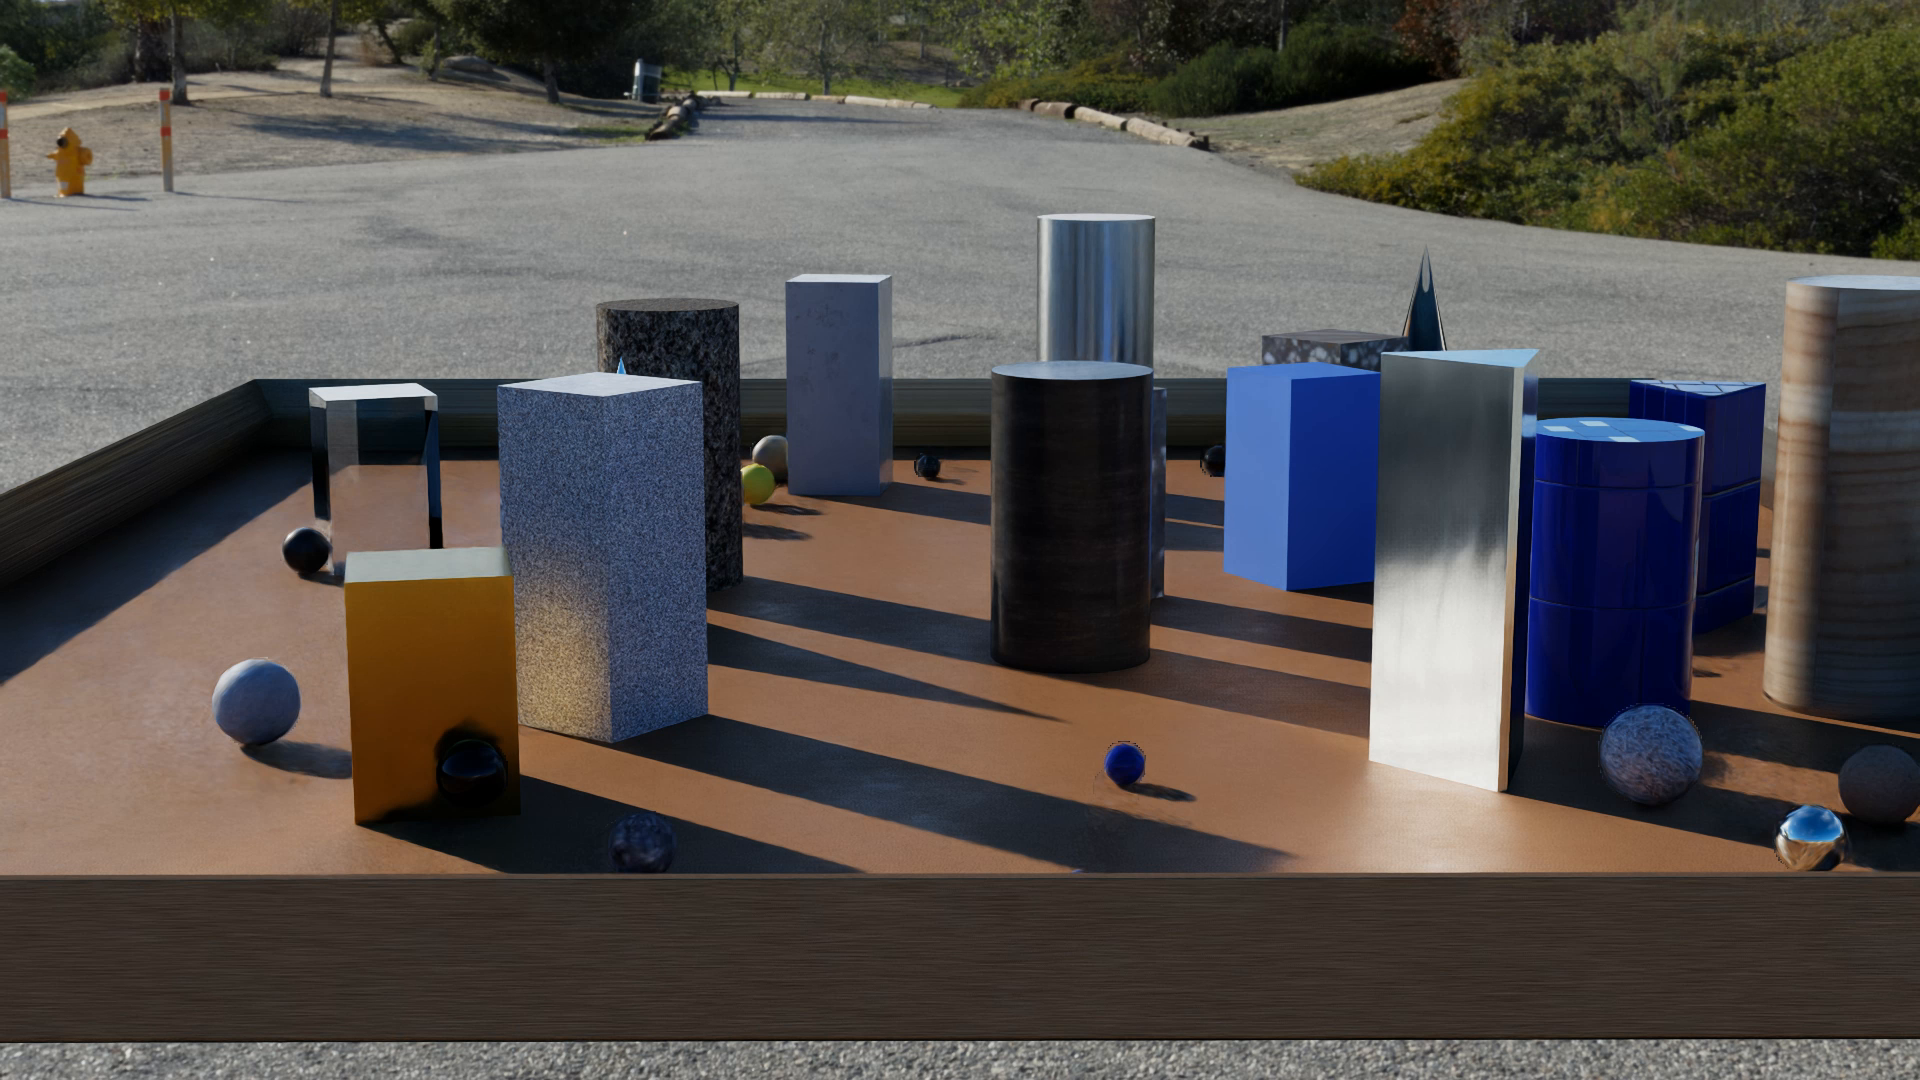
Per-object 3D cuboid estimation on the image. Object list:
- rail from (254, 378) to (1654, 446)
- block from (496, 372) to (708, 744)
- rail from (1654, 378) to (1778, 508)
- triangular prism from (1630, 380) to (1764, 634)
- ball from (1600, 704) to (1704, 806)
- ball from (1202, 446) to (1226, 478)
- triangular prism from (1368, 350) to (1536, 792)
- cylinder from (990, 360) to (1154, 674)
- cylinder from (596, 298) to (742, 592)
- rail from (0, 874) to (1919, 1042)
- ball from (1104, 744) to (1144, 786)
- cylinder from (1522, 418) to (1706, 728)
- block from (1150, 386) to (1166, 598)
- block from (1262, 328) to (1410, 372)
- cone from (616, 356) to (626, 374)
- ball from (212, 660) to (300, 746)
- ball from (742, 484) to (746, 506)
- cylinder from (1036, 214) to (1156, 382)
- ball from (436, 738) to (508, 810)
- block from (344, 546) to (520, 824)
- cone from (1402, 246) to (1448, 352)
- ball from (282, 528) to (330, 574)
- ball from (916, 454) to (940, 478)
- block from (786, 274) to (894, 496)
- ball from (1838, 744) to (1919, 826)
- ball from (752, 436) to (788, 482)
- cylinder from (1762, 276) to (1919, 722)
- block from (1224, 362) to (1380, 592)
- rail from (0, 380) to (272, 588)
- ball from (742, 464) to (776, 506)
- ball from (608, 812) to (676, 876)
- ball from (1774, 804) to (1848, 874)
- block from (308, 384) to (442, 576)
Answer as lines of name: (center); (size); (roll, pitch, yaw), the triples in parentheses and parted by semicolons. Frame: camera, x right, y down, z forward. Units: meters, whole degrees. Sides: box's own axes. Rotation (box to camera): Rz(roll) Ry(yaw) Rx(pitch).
rail: (-0.009, -0.244, 4.945); (2.708, 0.129, 0.045); (0, 10, 0)
block: (-0.397, 0.014, 2.868); (0.159, 0.380, 0.159); (7, 13, 35)
rail: (1.330, 0.032, 3.456); (0.045, 0.129, 3.092); (0, 10, 0)
triangular prism: (0.955, -0.052, 3.413); (0.149, 0.312, 0.172); (8, 13, 38)
ball: (0.689, 0.214, 2.558); (0.099, 0.099, 0.099); (0, 10, 0)
ball: (0.463, -0.141, 4.594); (0.057, 0.057, 0.057); (0, 10, 0)
triangular prism: (0.548, 0.022, 2.678); (0.149, 0.433, 0.172); (-9, 14, -41)
cylinder: (0.138, -0.032, 3.177); (0.199, 0.359, 0.199); (0, 10, 0)
cylinder: (-0.410, -0.136, 3.635); (0.199, 0.396, 0.199); (0, 10, 0)
rail: (0.009, 0.310, 1.952); (2.708, 0.129, 0.045); (0, 10, 0)
ball: (0.169, 0.230, 2.630); (0.042, 0.042, 0.042); (0, 10, 0)
cylinder: (0.738, 0.033, 2.925); (0.199, 0.322, 0.199); (0, 10, 0)
block: (0.171, -0.065, 3.541); (0.159, 0.291, 0.159); (10, 15, 44)
block: (0.580, -0.160, 3.989); (0.159, 0.315, 0.159); (-9, 14, -40)
cone: (-0.436, -0.060, 3.331); (0.199, 0.358, 0.199); (0, 10, 0)
ball: (-0.763, 0.176, 2.784); (0.093, 0.093, 0.093); (0, 10, 0)
ball: (-0.393, -0.073, 4.118); (0.096, 0.096, 0.096); (0, 10, 0)
cylinder: (0.229, -0.310, 4.362); (0.199, 0.475, 0.199); (0, 10, 0)
ball: (-0.471, 0.226, 2.475); (0.068, 0.068, 0.068); (0, 10, 0)
block: (-0.527, 0.142, 2.565); (0.159, 0.240, 0.159); (-2, 11, -12)
cone: (0.762, -0.270, 4.232); (0.199, 0.442, 0.199); (0, 10, 0)
ball: (-0.950, 0.015, 3.722); (0.067, 0.067, 0.067); (0, 10, 0)
ball: (-0.056, -0.131, 4.578); (0.043, 0.043, 0.043); (0, 10, 0)
block: (-0.207, -0.271, 4.448); (0.159, 0.366, 0.159); (1, 11, 7)
ball: (0.893, 0.238, 2.488); (0.079, 0.079, 0.079); (0, 10, 0)
ball: (-0.329, -0.145, 4.547); (0.082, 0.082, 0.082); (0, 10, 0)
cylinder: (1.036, -0.052, 2.936); (0.199, 0.485, 0.199); (0, 10, 0)
block: (0.491, -0.095, 3.680); (0.159, 0.299, 0.159); (-5, 12, -27)
rail: (-1.330, 0.035, 3.441); (0.045, 0.129, 3.092); (0, 10, 0)
ball: (-0.344, -0.093, 4.303); (0.069, 0.069, 0.069); (0, 10, 0)
ball: (-0.288, 0.277, 2.320); (0.062, 0.062, 0.062); (0, 10, 0)
ball: (0.776, 0.273, 2.338); (0.064, 0.064, 0.064); (0, 10, 0)
block: (-0.863, -0.093, 3.790); (0.159, 0.255, 0.159); (-4, 11, -22)
